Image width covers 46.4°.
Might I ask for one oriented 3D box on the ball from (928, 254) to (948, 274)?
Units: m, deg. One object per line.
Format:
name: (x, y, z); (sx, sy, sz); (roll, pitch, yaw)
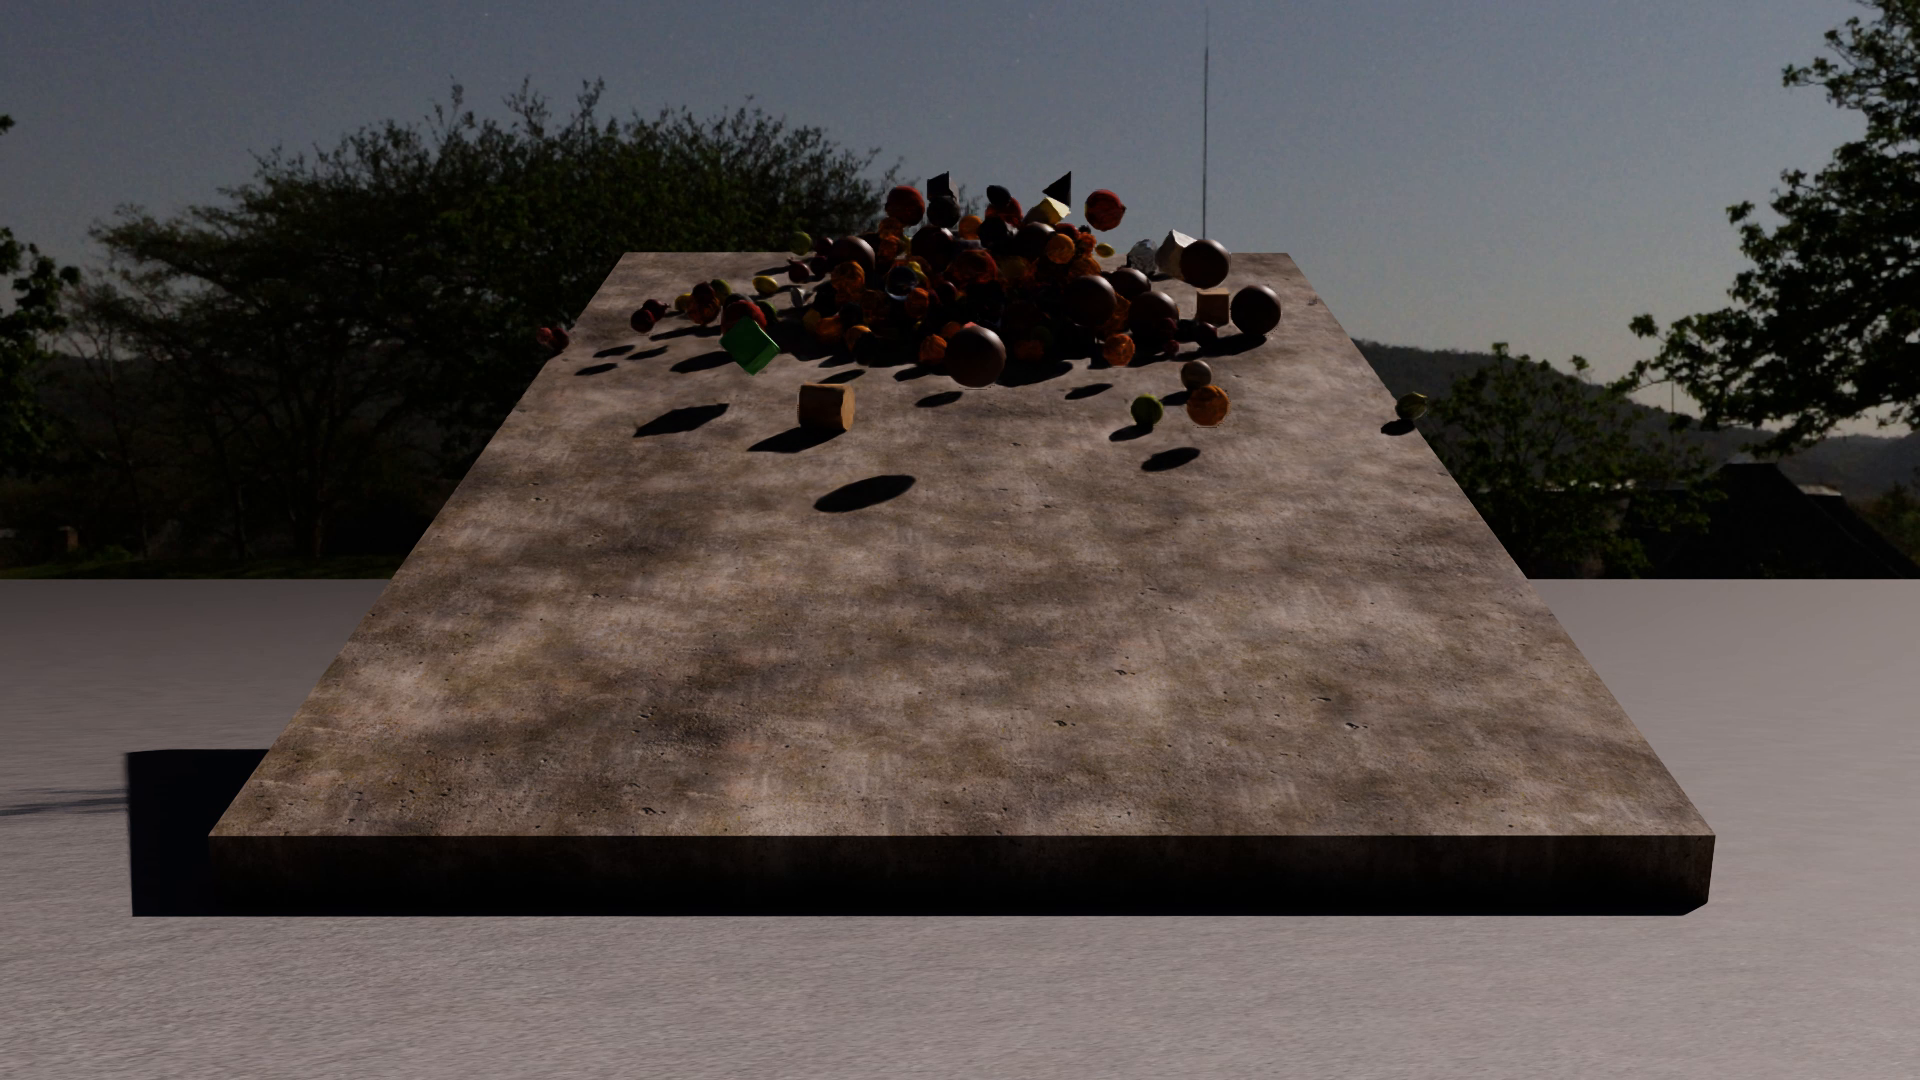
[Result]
ball: (-0.060, -0.750, 6.095); (0.056, 0.056, 0.056); (0, -1, 0)

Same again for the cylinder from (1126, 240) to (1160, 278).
cylinder: (0.530, -0.809, 6.448); (0.092, 0.092, 0.092); (0, 18, 13)

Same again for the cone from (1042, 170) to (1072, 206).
cone: (0.280, -0.959, 6.056); (0.087, 0.087, 0.087); (28, 7, -4)

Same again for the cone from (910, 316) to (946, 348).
cone: (-0.093, -0.510, 5.578); (0.084, 0.084, 0.084); (-7, -5, 33)

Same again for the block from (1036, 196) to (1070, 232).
block: (0.256, -0.932, 6.375); (0.071, 0.071, 0.071); (-35, 3, 32)

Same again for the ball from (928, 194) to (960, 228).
ball: (-0.044, -0.903, 6.165); (0.092, 0.092, 0.092); (0, -1, 0)

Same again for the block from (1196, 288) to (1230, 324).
block: (0.663, -0.615, 5.886); (0.078, 0.078, 0.078); (0, 18, 1)

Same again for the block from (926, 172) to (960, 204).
block: (-0.050, -1.001, 6.466); (0.072, 0.072, 0.072); (-20, -48, 17)

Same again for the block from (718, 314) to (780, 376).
block: (-0.479, -0.443, 5.109); (0.089, 0.089, 0.089); (-43, -12, 2)

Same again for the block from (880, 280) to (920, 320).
block: (-0.159, -0.640, 5.945); (0.086, 0.086, 0.086); (-6, 19, -18)

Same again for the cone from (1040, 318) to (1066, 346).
cone: (0.226, -0.508, 5.633); (0.074, 0.074, 0.074); (-39, 15, -21)

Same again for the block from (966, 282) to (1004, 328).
block: (0.064, -0.591, 5.656); (0.082, 0.082, 0.082); (-3, -29, 11)

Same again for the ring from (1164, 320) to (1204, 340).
ring: (0.571, -0.536, 5.720); (0.103, 0.034, 0.103); (1, 19, 0)

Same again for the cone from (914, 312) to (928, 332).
cone: (-0.076, -0.545, 5.751); (0.064, 0.064, 0.064); (26, -3, -5)

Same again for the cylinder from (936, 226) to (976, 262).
cylinder: (-0.008, -0.875, 6.649); (0.089, 0.089, 0.089); (-18, -8, 23)

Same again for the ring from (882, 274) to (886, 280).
ring: (-0.200, -0.707, 6.187); (0.089, 0.030, 0.089); (-27, 28, 16)

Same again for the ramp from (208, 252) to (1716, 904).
ramp: (-0.004, -0.190, 4.888); (2.000, 0.100, 4.000); (0, 18, 0)

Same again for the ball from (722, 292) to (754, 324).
ball: (-0.577, -0.603, 5.839); (0.082, 0.082, 0.082); (0, -1, 0)

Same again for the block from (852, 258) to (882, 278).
block: (-0.261, -0.749, 6.300); (0.069, 0.069, 0.069); (5, 19, 15)

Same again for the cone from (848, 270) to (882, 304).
cone: (-0.260, -0.681, 6.137); (0.097, 0.097, 0.097); (0, -8, -6)

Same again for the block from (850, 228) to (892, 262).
block: (-0.255, -0.834, 6.446); (0.078, 0.078, 0.078); (43, -6, 13)

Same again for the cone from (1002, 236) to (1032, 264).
cone: (0.178, -0.797, 6.301); (0.088, 0.088, 0.088); (1, 29, -41)

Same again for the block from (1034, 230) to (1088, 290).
block: (0.256, -0.713, 5.714); (0.099, 0.099, 0.099); (17, -15, -4)

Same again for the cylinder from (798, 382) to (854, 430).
cylinder: (-0.290, -0.291, 4.869); (0.098, 0.098, 0.098); (4, 0, 13)

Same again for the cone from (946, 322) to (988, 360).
cone: (0.000, -0.472, 5.507); (0.098, 0.098, 0.098); (-21, -12, 32)

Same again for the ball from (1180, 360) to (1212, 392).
ball: (0.546, -0.380, 5.184); (0.074, 0.074, 0.074); (0, -1, 0)

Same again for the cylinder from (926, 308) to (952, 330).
cylinder: (-0.053, -0.552, 5.650); (0.060, 0.060, 0.060); (0, 0, -7)

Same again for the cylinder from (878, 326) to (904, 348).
cylinder: (-0.174, -0.504, 5.590); (0.053, 0.053, 0.053); (5, 0, 14)

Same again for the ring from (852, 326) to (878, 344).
ring: (-0.234, -0.513, 5.607); (0.077, 0.026, 0.077); (26, 5, -2)

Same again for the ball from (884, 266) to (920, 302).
ball: (-0.150, -0.662, 5.780); (0.092, 0.092, 0.092); (0, -1, 0)

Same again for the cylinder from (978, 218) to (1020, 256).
cylinder: (0.106, -0.832, 6.147); (0.087, 0.087, 0.087); (0, -6, 25)

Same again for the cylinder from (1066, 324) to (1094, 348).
cylinder: (0.299, -0.508, 5.590); (0.060, 0.060, 0.060); (4, 1, 19)

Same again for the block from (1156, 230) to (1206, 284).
block: (0.595, -0.766, 6.060); (0.091, 0.091, 0.091); (22, 29, -18)

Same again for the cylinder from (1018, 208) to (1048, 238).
cylinder: (0.206, -0.890, 6.297); (0.063, 0.063, 0.063); (-1, 42, 43)

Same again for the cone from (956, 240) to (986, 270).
cone: (0.041, -0.793, 6.326); (0.090, 0.090, 0.090); (0, 19, -13)
